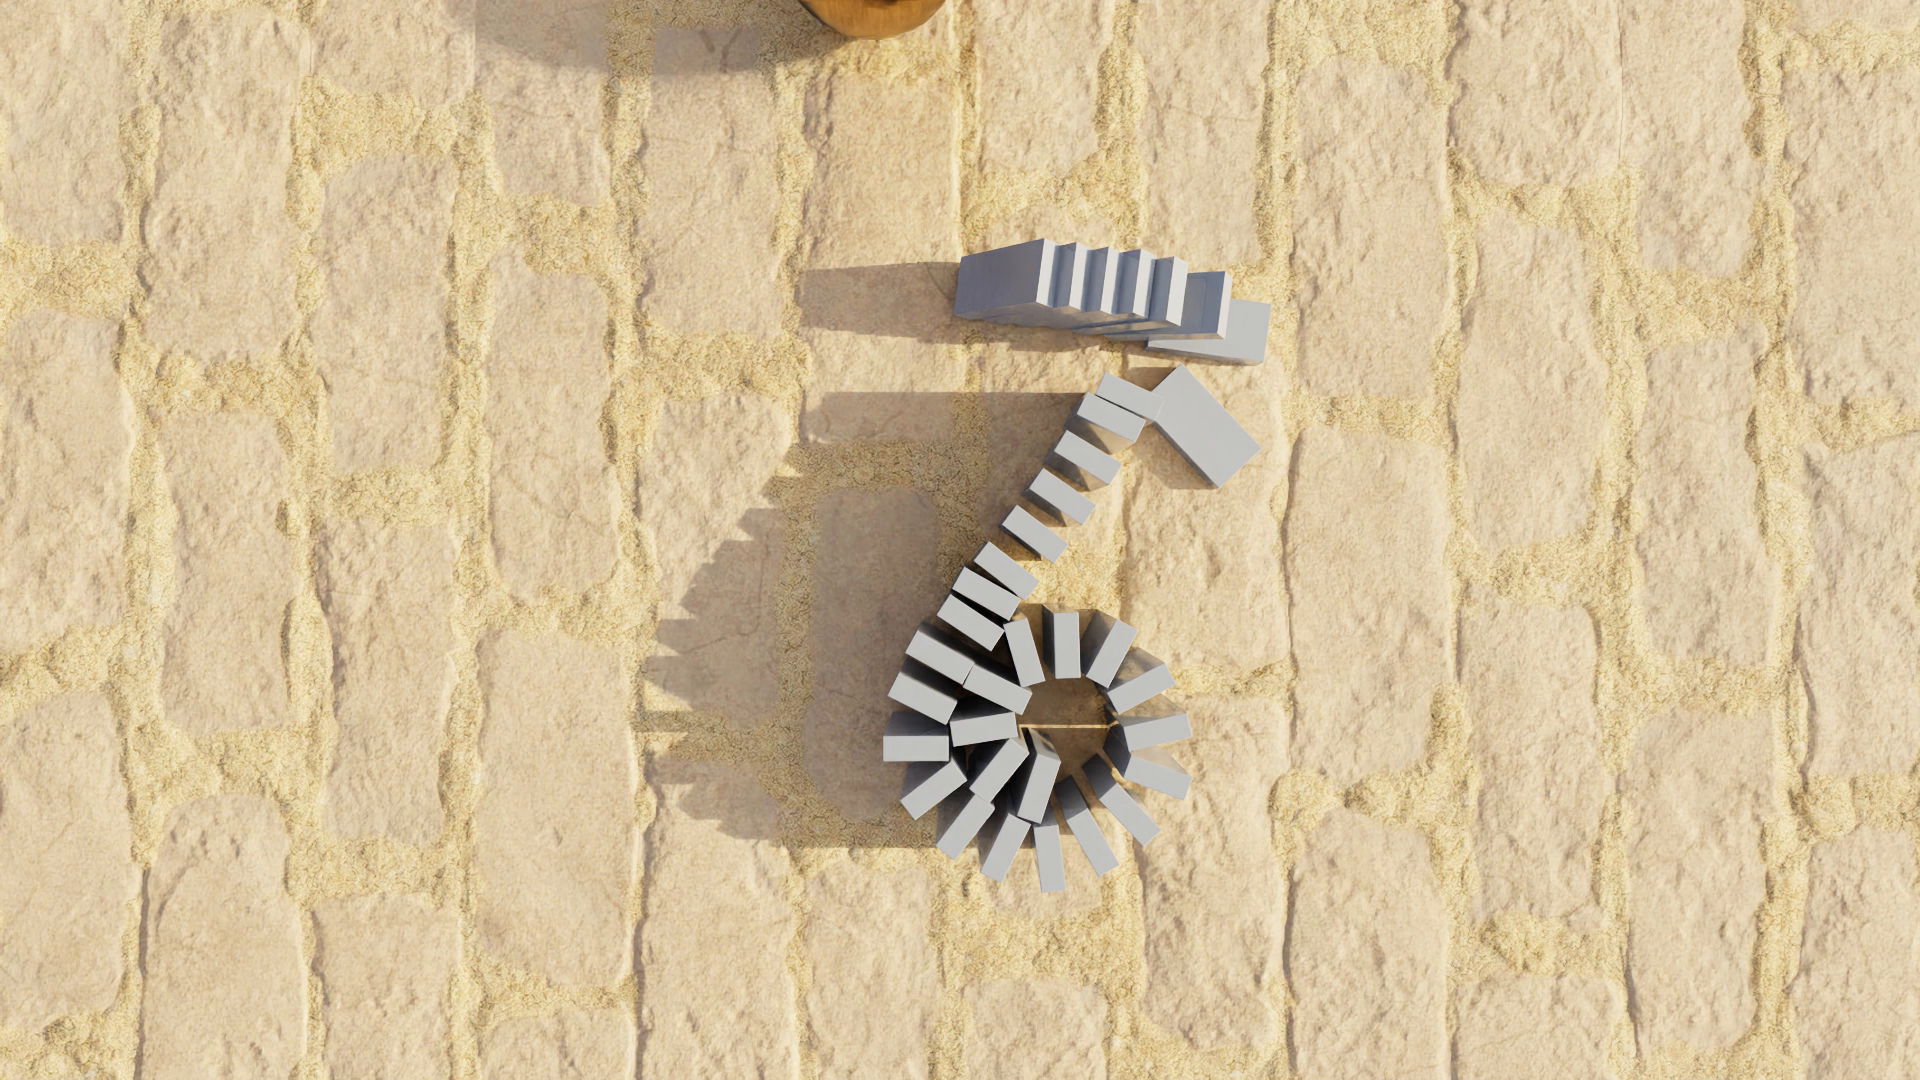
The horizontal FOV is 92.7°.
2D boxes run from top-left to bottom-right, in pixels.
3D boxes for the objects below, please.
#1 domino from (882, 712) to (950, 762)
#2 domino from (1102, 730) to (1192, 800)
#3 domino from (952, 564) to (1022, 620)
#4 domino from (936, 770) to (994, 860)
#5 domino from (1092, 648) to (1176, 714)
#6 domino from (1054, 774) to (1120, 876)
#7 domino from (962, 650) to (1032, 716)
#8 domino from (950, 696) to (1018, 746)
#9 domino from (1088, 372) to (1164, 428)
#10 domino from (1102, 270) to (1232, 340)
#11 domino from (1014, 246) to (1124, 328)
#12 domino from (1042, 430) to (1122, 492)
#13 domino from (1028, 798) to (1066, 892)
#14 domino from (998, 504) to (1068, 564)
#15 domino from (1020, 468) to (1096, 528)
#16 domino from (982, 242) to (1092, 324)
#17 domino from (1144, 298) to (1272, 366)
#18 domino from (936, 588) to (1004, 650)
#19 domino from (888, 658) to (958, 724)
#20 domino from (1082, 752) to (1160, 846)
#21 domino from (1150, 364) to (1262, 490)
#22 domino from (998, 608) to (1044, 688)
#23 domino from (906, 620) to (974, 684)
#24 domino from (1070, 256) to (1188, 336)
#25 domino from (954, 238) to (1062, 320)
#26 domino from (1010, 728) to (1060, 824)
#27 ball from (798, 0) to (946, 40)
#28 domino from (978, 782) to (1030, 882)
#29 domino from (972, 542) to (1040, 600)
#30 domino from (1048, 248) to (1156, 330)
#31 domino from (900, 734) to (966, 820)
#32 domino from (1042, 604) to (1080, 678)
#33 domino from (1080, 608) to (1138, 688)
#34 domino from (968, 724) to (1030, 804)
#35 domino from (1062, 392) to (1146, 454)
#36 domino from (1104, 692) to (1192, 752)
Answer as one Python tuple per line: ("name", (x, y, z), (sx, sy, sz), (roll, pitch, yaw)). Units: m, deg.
("domino", (-0.017, 0.080, 0.375), (0.025, 0.050, 0.010), (0, 90, 0))
("domino", (0.076, 0.091, 0.375), (0.025, 0.050, 0.010), (20, 90, 0))
("domino", (0.010, 0.021, 0.375), (0.025, 0.050, 0.010), (29, 90, 0))
("domino", (0.002, 0.110, 0.375), (0.010, 0.050, 0.025), (38, 90, 0))
("domino", (0.069, 0.057, 0.375), (0.025, 0.050, 0.009), (-28, 90, 0))
("domino", (0.051, 0.116, 0.375), (0.009, 0.050, 0.025), (-30, 90, 0))
("domino", (0.014, 0.057, 0.375), (0.025, 0.050, 0.010), (26, 90, 0))
("domino", (0.009, 0.072, 0.375), (0.025, 0.050, 0.010), (-9, 90, 0))
("domino", (0.065, -0.055, 0.375), (0.025, 0.050, 0.010), (24, 90, 0))
("domino", (0.086, -0.097, 0.382), (0.050, 0.010, 0.025), (7, 90, 34))
("domino", (0.044, -0.103, 0.378), (0.009, 0.050, 0.025), (8, 90, -41))
("domino", (0.049, -0.031, 0.375), (0.025, 0.050, 0.009), (31, 90, 0))
("domino", (0.034, 0.122, 0.375), (0.010, 0.050, 0.025), (-7, 90, 0))
("domino", (0.029, -0.002, 0.375), (0.025, 0.050, 0.010), (37, 90, 0))
("domino", (0.039, -0.017, 0.375), (0.025, 0.050, 0.010), (35, 90, 0))
("domino", (0.031, -0.105, 0.378), (0.010, 0.050, 0.025), (8, 89, -41))
("domino", (0.107, -0.092, 0.395), (0.050, 0.010, 0.025), (8, 90, 0))
("domino", (0.004, 0.032, 0.375), (0.025, 0.050, 0.009), (34, 90, 0))
("domino", (-0.014, 0.061, 0.375), (0.025, 0.050, 0.010), (27, 90, 0))
("domino", (0.065, 0.105, 0.375), (0.009, 0.050, 0.025), (-43, 90, 0))
("domino", (0.103, -0.049, 0.395), (0.025, 0.009, 0.050), (-43, 90, 0))
("domino", (0.024, 0.043, 0.375), (0.009, 0.050, 0.025), (-16, 90, 0))
("domino", (-0.008, 0.045, 0.375), (0.025, 0.050, 0.009), (29, 90, 0))
("domino", (0.069, -0.100, 0.378), (0.010, 0.050, 0.025), (8, 90, -42))
("domino", (0.019, -0.107, 0.378), (0.009, 0.050, 0.025), (8, 90, -41))
("domino", (0.030, 0.095, 0.375), (0.010, 0.050, 0.025), (18, 90, 0))
("ball", (-0.036, -0.242, 0.360), (0.080, 0.080, 0.080), (0, 90, 0))
("domino", (0.017, 0.118, 0.375), (0.009, 0.050, 0.025), (26, 90, 0))
("domino", (0.018, 0.012, 0.375), (0.025, 0.050, 0.010), (38, 90, 0))
("domino", (0.056, -0.103, 0.378), (0.010, 0.050, 0.025), (8, 90, -41))
("domino", (-0.010, 0.096, 0.375), (0.025, 0.050, 0.010), (-37, 90, 0))
("domino", (0.041, 0.040, 0.375), (0.010, 0.050, 0.025), (-2, 90, 0))
("domino", (0.058, 0.043, 0.375), (0.010, 0.050, 0.025), (28, 90, 0))
("domino", (0.015, 0.088, 0.375), (0.010, 0.050, 0.025), (39, 90, 0))
("domino", (0.058, -0.047, 0.375), (0.025, 0.050, 0.009), (26, 90, 0))
("domino", (0.076, 0.073, 0.375), (0.025, 0.050, 0.009), (-13, 90, 0))
